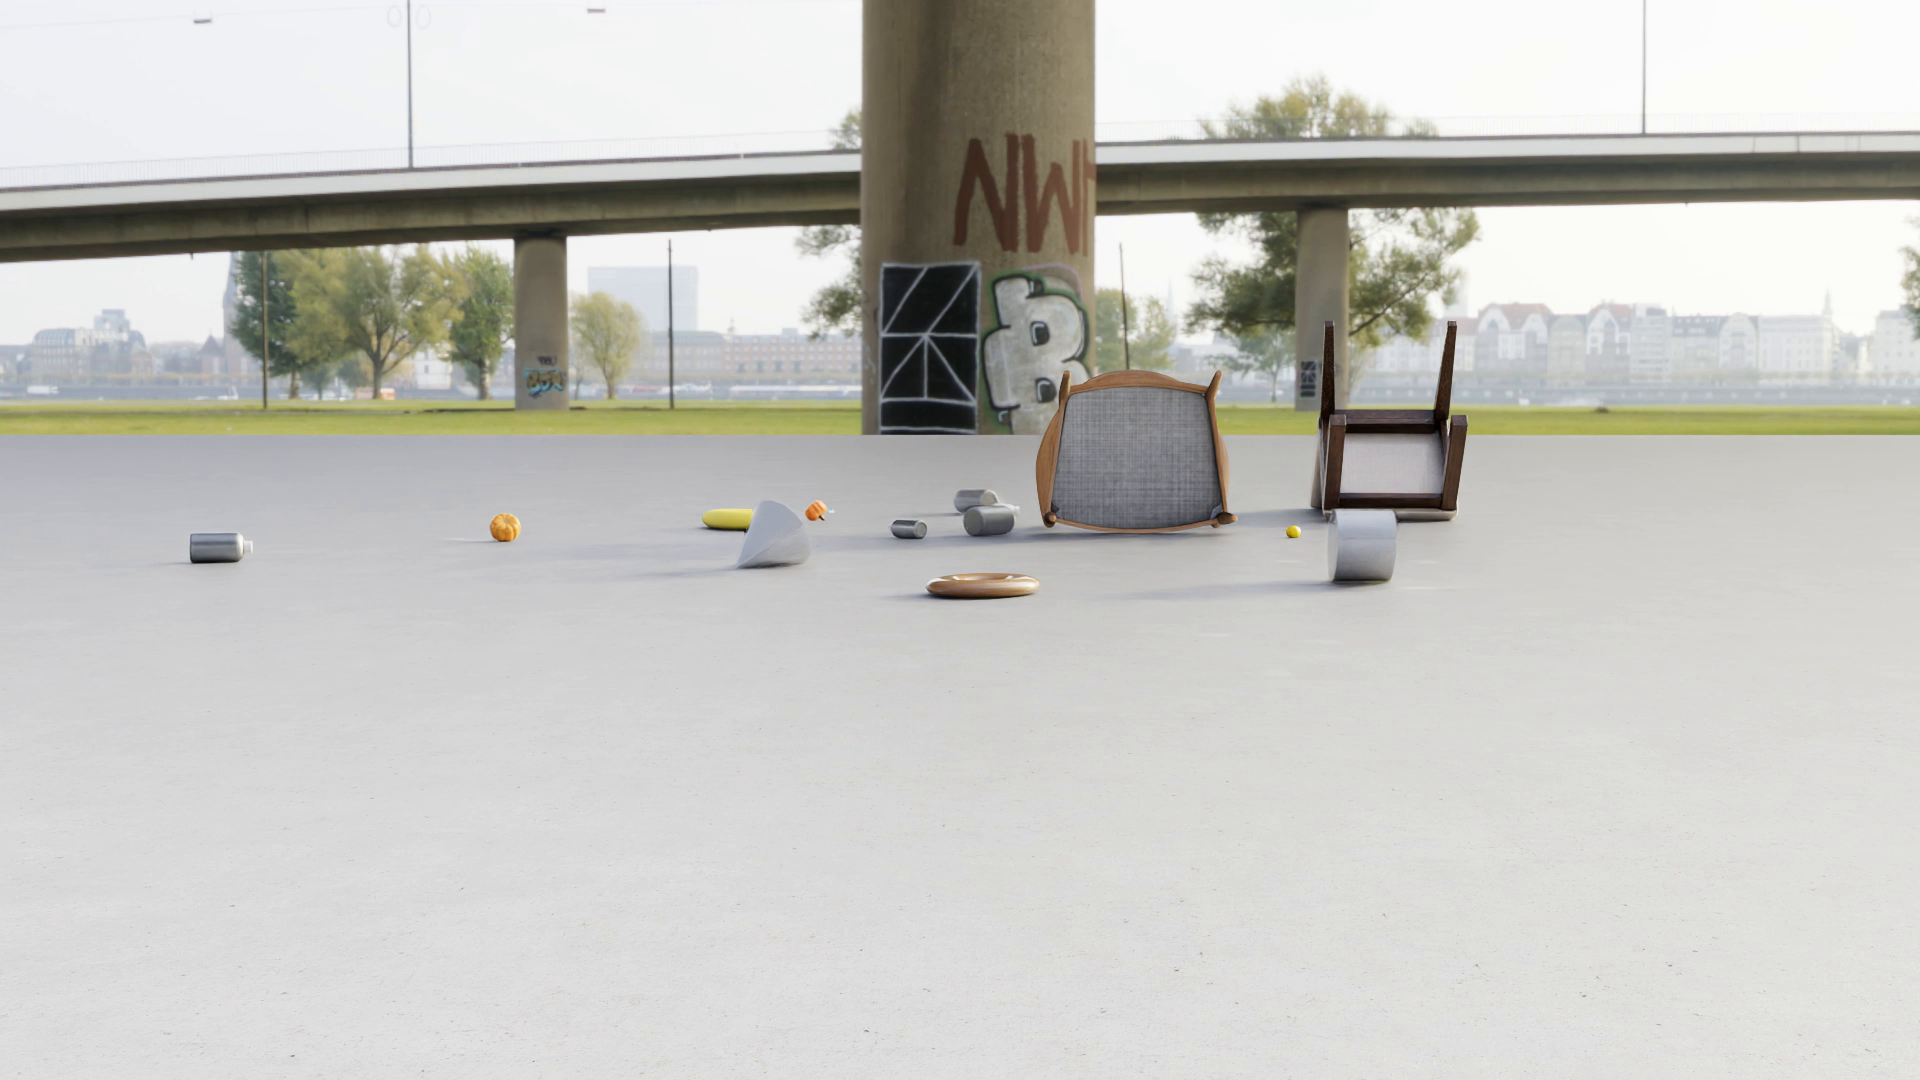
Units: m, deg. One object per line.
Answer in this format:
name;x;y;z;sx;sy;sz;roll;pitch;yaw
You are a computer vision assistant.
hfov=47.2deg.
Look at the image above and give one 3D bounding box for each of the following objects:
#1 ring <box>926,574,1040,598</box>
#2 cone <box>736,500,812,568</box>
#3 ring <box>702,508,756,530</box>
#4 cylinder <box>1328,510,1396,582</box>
ring;0.051;0.100;4.813;0.281;0.039;0.217;-4;6;-44
cone;-0.508;0.027;5.554;0.192;0.186;0.184;20;42;33
ring;-0.688;-0.066;7.082;0.352;0.060;0.218;3;4;41
cylinder;0.932;0.014;5.106;0.132;0.159;0.232;0;-16;3
